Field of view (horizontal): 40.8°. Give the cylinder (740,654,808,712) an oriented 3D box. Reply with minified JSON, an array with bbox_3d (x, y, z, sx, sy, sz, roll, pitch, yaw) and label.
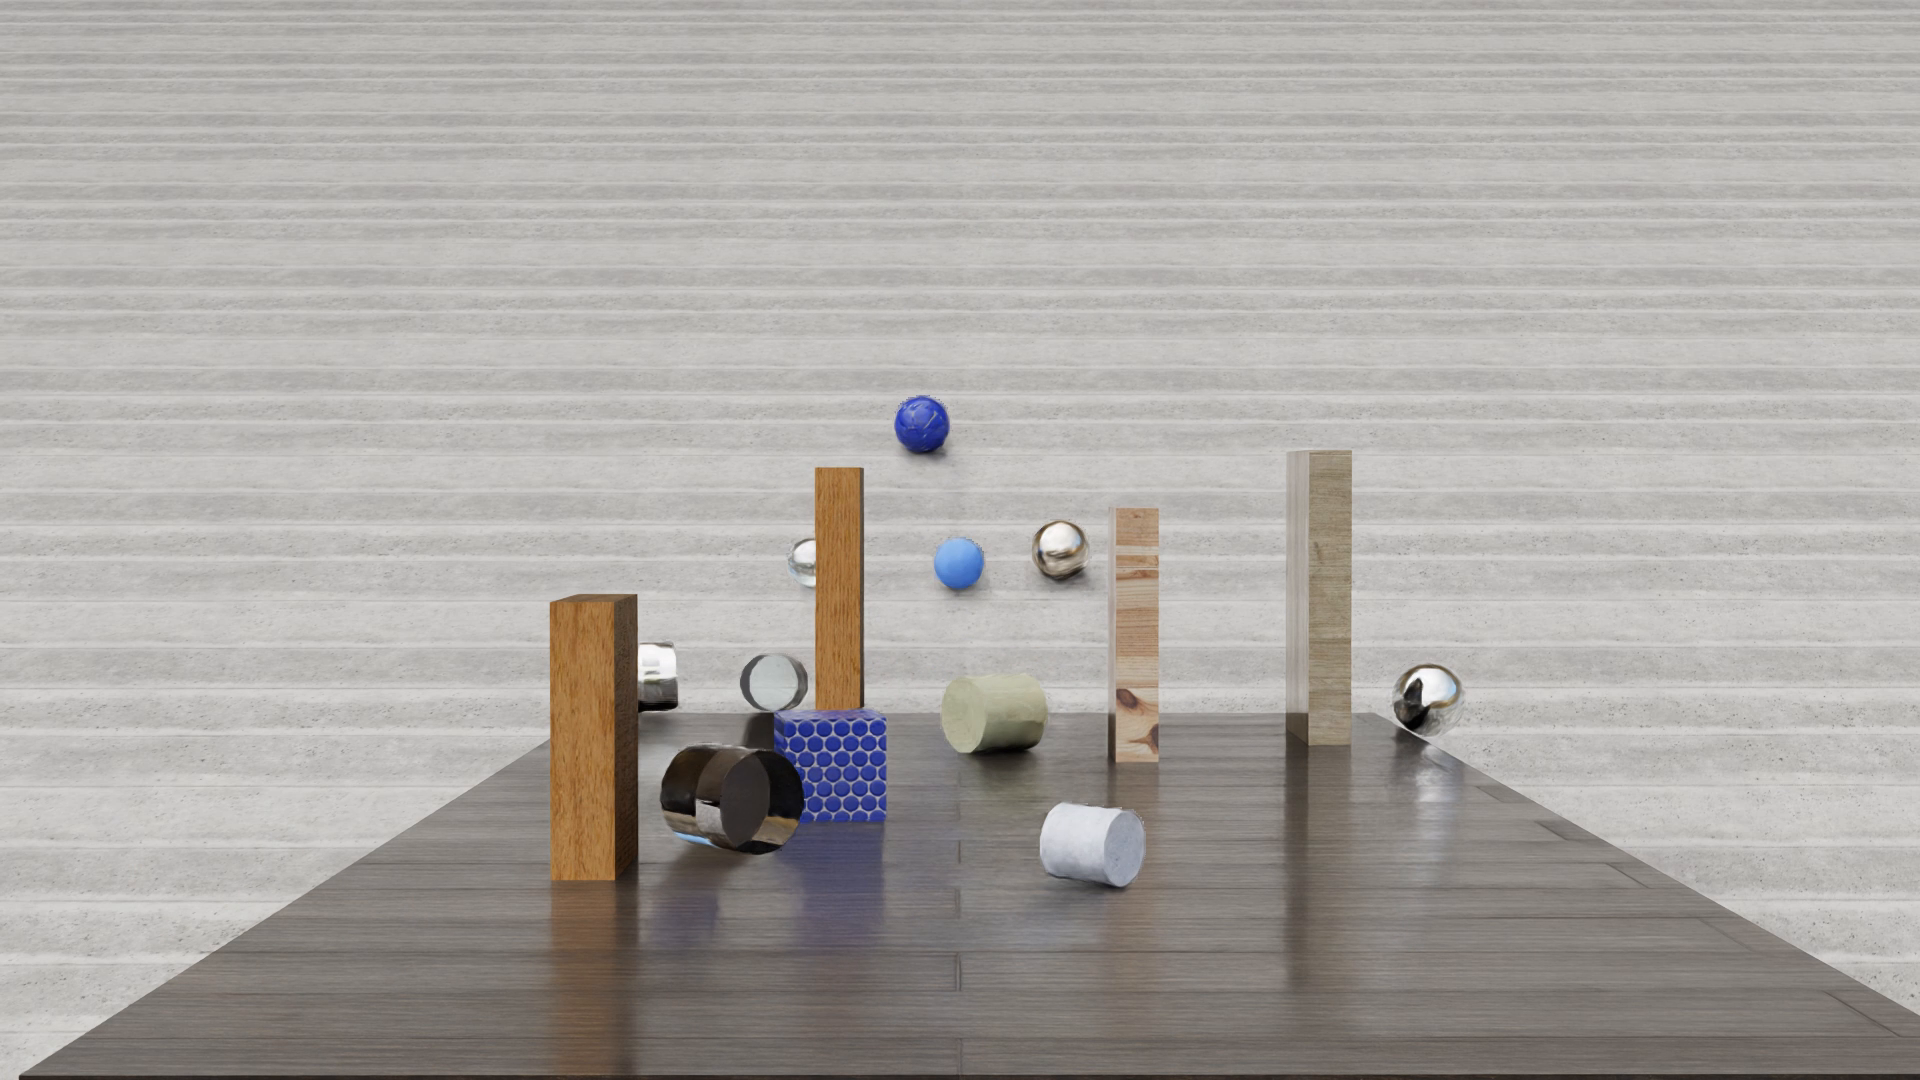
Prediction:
[{"bbox_3d":[-0.476,0.367,6.633,0.147,0.147,0.147,5,-3,10],"label":"cylinder"}]

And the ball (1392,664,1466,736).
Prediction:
[{"bbox_3d":[1.127,0.384,6.200,0.176,0.176,0.176,0,26,0],"label":"ball"}]

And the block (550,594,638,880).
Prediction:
[{"bbox_3d":[-0.559,0.295,3.962,0.095,0.412,0.283,0,1,0],"label":"block"}]

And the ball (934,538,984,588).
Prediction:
[{"bbox_3d":[-0.004,0.068,7.372,0.143,0.143,0.143,0,26,0],"label":"ball"}]

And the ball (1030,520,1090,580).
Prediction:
[{"bbox_3d":[0.288,0.028,7.424,0.169,0.169,0.169,0,26,0],"label":"ball"}]

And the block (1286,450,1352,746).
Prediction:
[{"bbox_3d":[0.827,0.124,5.962,0.095,0.660,0.401,0,1,0],"label":"block"}]

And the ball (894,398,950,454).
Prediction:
[{"bbox_3d":[-0.120,-0.366,8.215,0.178,0.178,0.178,0,26,0],"label":"ball"}]

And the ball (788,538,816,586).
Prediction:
[{"bbox_3d":[-0.426,0.064,7.388,0.137,0.137,0.137,0,26,0],"label":"ball"}]

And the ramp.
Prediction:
[{"bbox_3d":[0.059,0.537,4.573,2.000,0.100,4.000,0,1,0],"label":"ramp"}]

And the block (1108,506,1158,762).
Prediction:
[{"bbox_3d":[0.372,0.197,5.555,0.090,0.534,0.274,0,1,0],"label":"block"}]

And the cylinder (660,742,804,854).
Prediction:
[{"bbox_3d":[-0.367,0.414,4.150,0.165,0.165,0.165,-22,15,-38],"label":"cylinder"}]

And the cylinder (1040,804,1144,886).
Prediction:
[{"bbox_3d":[0.194,0.448,3.792,0.111,0.111,0.111,3,23,36],"label":"cylinder"}]

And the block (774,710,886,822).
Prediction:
[{"bbox_3d":[-0.232,0.398,4.574,0.178,0.178,0.178,0,1,-10],"label":"block"}]

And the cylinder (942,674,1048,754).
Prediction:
[{"bbox_3d":[0.075,0.378,5.638,0.166,0.166,0.166,-1,22,-35],"label":"cylinder"}]

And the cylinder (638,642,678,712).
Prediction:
[{"bbox_3d":[-0.813,0.349,6.542,0.174,0.174,0.174,-3,26,-12],"label":"cylinder"}]

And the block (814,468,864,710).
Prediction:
[{"bbox_3d":[-0.268,0.148,5.782,0.098,0.621,0.267,0,1,0],"label":"block"}]
